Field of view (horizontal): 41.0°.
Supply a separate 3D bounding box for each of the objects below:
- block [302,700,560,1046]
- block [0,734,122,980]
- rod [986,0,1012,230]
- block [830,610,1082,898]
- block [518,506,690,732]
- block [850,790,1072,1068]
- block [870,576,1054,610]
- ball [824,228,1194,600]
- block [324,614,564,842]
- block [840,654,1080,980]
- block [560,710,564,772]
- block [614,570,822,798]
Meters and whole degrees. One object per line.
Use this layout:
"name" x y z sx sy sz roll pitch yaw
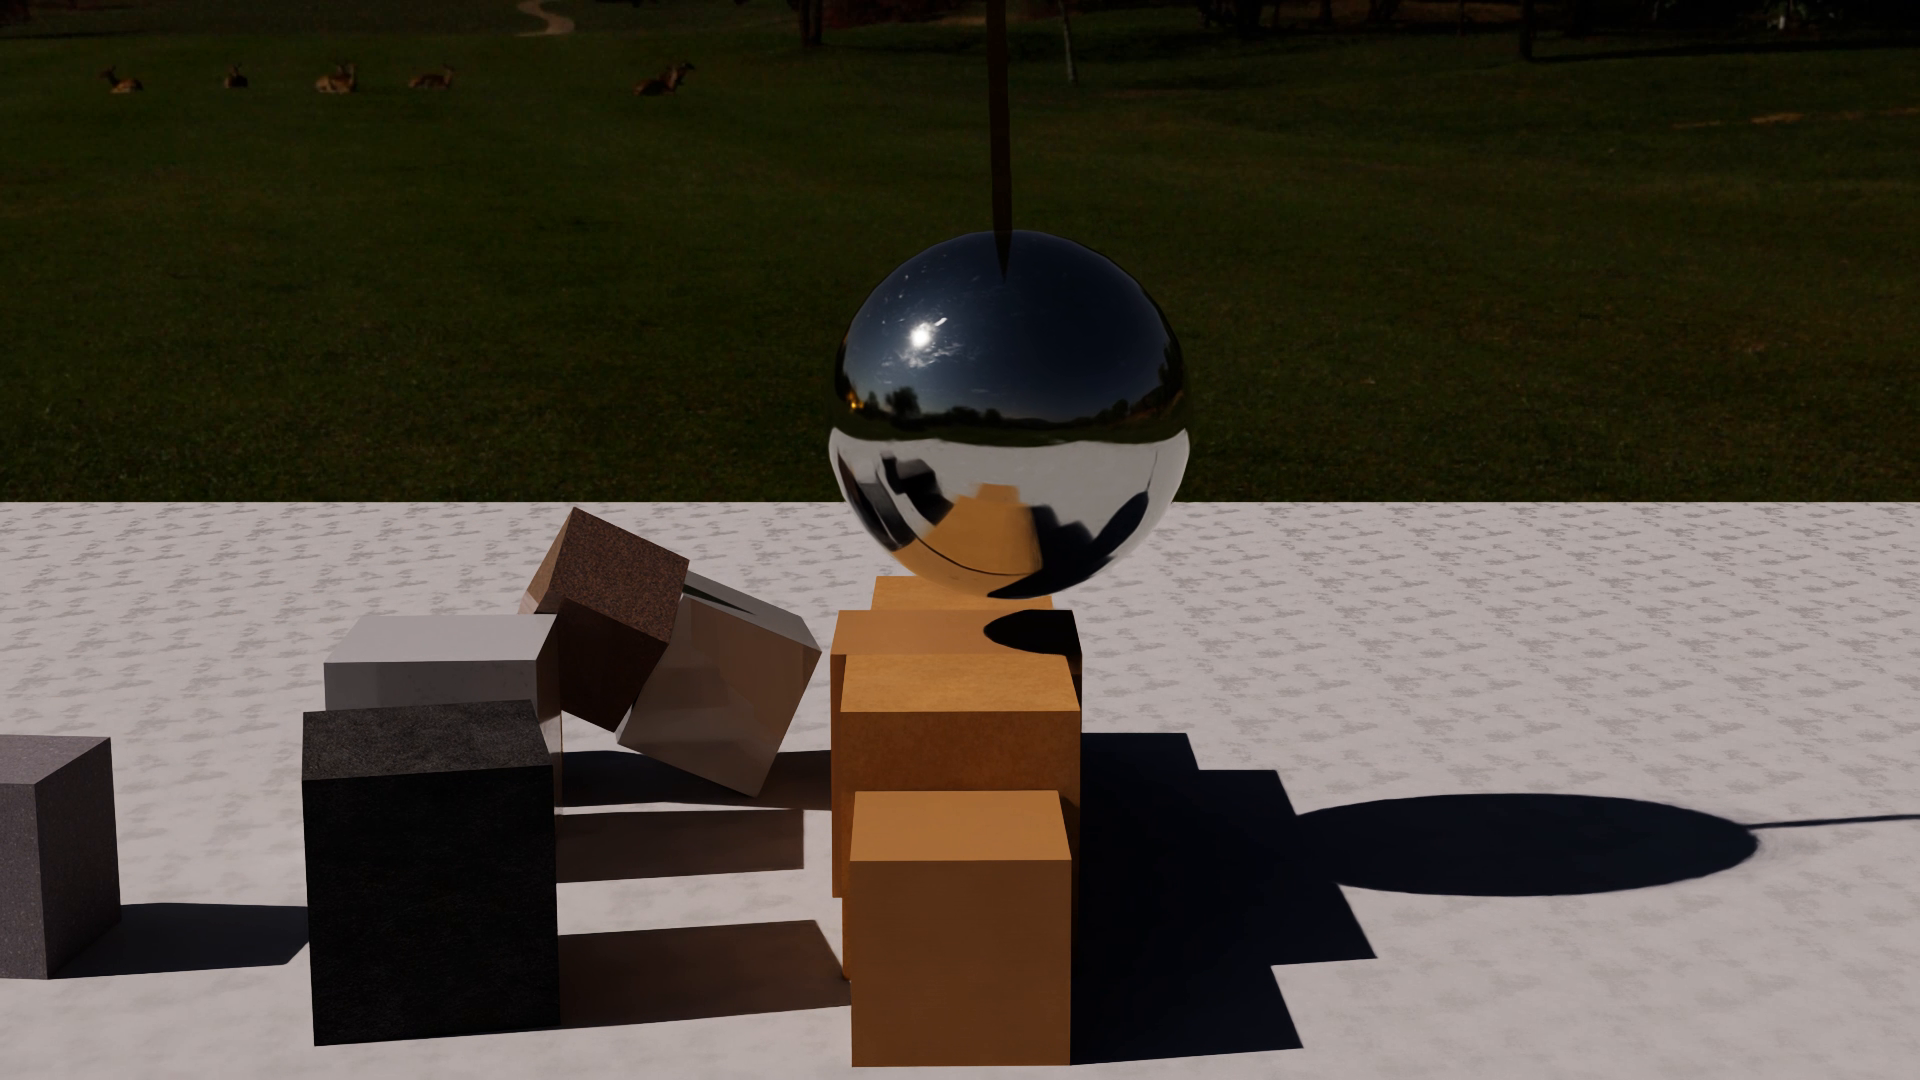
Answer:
"block" -2.050 1.248 9.889 0.894 1.006 1.035 -3 11 -14
"block" -3.946 1.265 10.385 0.792 0.795 0.721 1 10 5
"rod" 0.091 -3.884 10.474 0.080 5.200 0.080 -2 10 0
"block" -0.017 0.933 11.429 1.070 1.076 0.915 0 10 0
"block" -1.777 0.386 12.450 0.626 0.643 0.668 25 34 -14
"block" -0.005 1.429 9.561 0.782 0.768 0.890 0 10 -1
"block" 0.010 0.778 12.342 0.848 1.053 0.921 0 10 0
"ball" 0.211 -0.541 11.082 1.600 1.600 1.600 0 10 0
"block" -2.310 0.933 11.610 0.907 1.010 0.956 -1 10 -3
"block" -0.007 1.104 10.464 0.925 1.083 0.990 0 10 -1
"block" -2.504 0.854 12.779 0.731 0.748 0.765 4 11 23
"block" -1.242 0.693 12.874 0.739 0.795 0.845 23 5 -14
